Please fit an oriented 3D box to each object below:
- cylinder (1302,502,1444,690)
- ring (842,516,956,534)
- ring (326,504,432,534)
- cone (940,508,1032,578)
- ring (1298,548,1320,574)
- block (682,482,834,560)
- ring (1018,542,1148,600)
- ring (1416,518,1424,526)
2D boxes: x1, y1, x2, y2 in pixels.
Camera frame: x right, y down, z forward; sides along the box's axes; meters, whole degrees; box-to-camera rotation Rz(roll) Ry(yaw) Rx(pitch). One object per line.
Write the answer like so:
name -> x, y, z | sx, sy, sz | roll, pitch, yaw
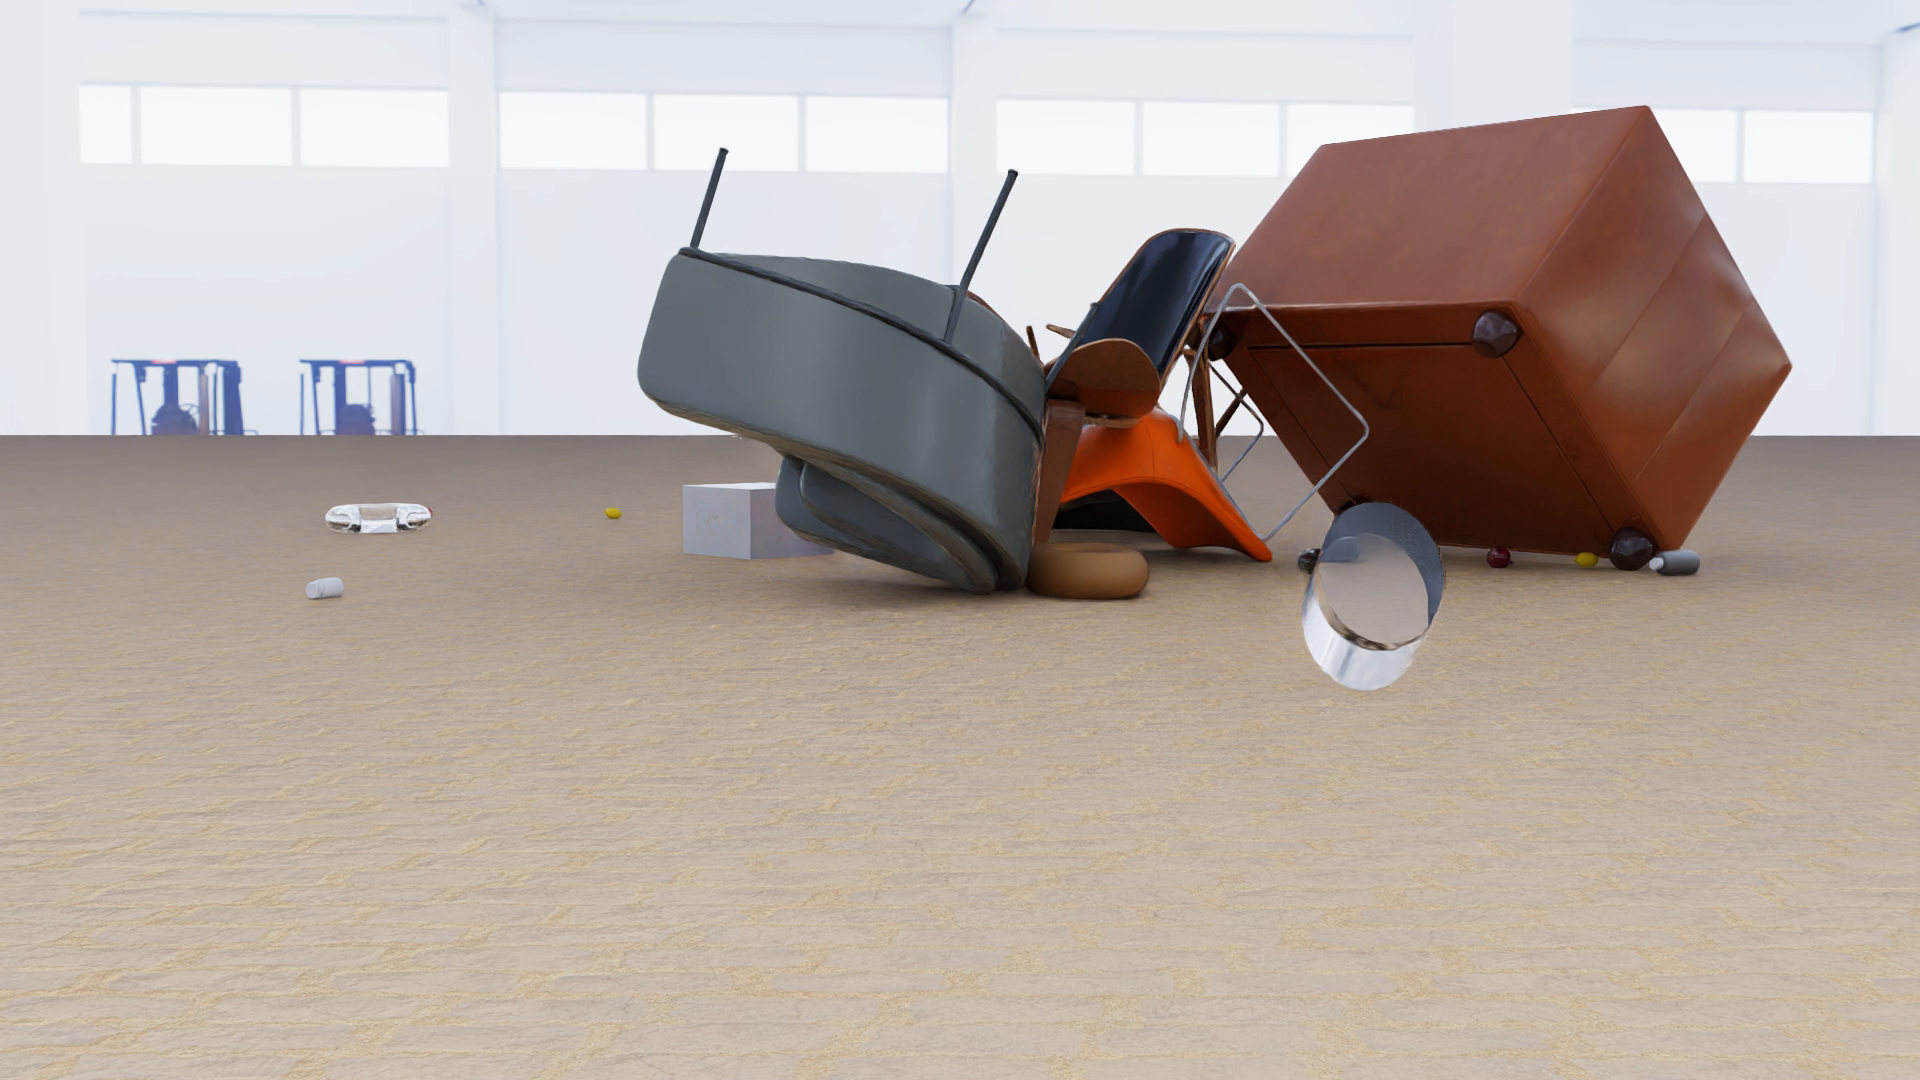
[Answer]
cylinder -> 0.606, 0.084, 3.244 | 0.177, 0.226, 0.179 | 0, -26, -1
ring -> -0.186, -0.045, 6.855 | 0.387, 0.048, 0.168 | -2, 4, -26
ring -> -1.839, -0.069, 6.953 | 0.324, 0.084, 0.328 | 0, 3, 14
cone -> 0.041, 0.050, 5.210 | 0.205, 0.175, 0.275 | -24, -18, 16
ring -> 0.892, 0.054, 5.358 | 0.125, 0.056, 0.217 | -2, 3, -7
block -> -0.552, -0.055, 5.997 | 0.275, 0.185, 0.315 | -3, 5, -41
ring -> 0.270, 0.066, 4.838 | 0.266, 0.104, 0.413 | -2, 5, -17
ring -> 1.453, -0.049, 7.031 | 0.067, 0.032, 0.111 | 2, 5, 14
